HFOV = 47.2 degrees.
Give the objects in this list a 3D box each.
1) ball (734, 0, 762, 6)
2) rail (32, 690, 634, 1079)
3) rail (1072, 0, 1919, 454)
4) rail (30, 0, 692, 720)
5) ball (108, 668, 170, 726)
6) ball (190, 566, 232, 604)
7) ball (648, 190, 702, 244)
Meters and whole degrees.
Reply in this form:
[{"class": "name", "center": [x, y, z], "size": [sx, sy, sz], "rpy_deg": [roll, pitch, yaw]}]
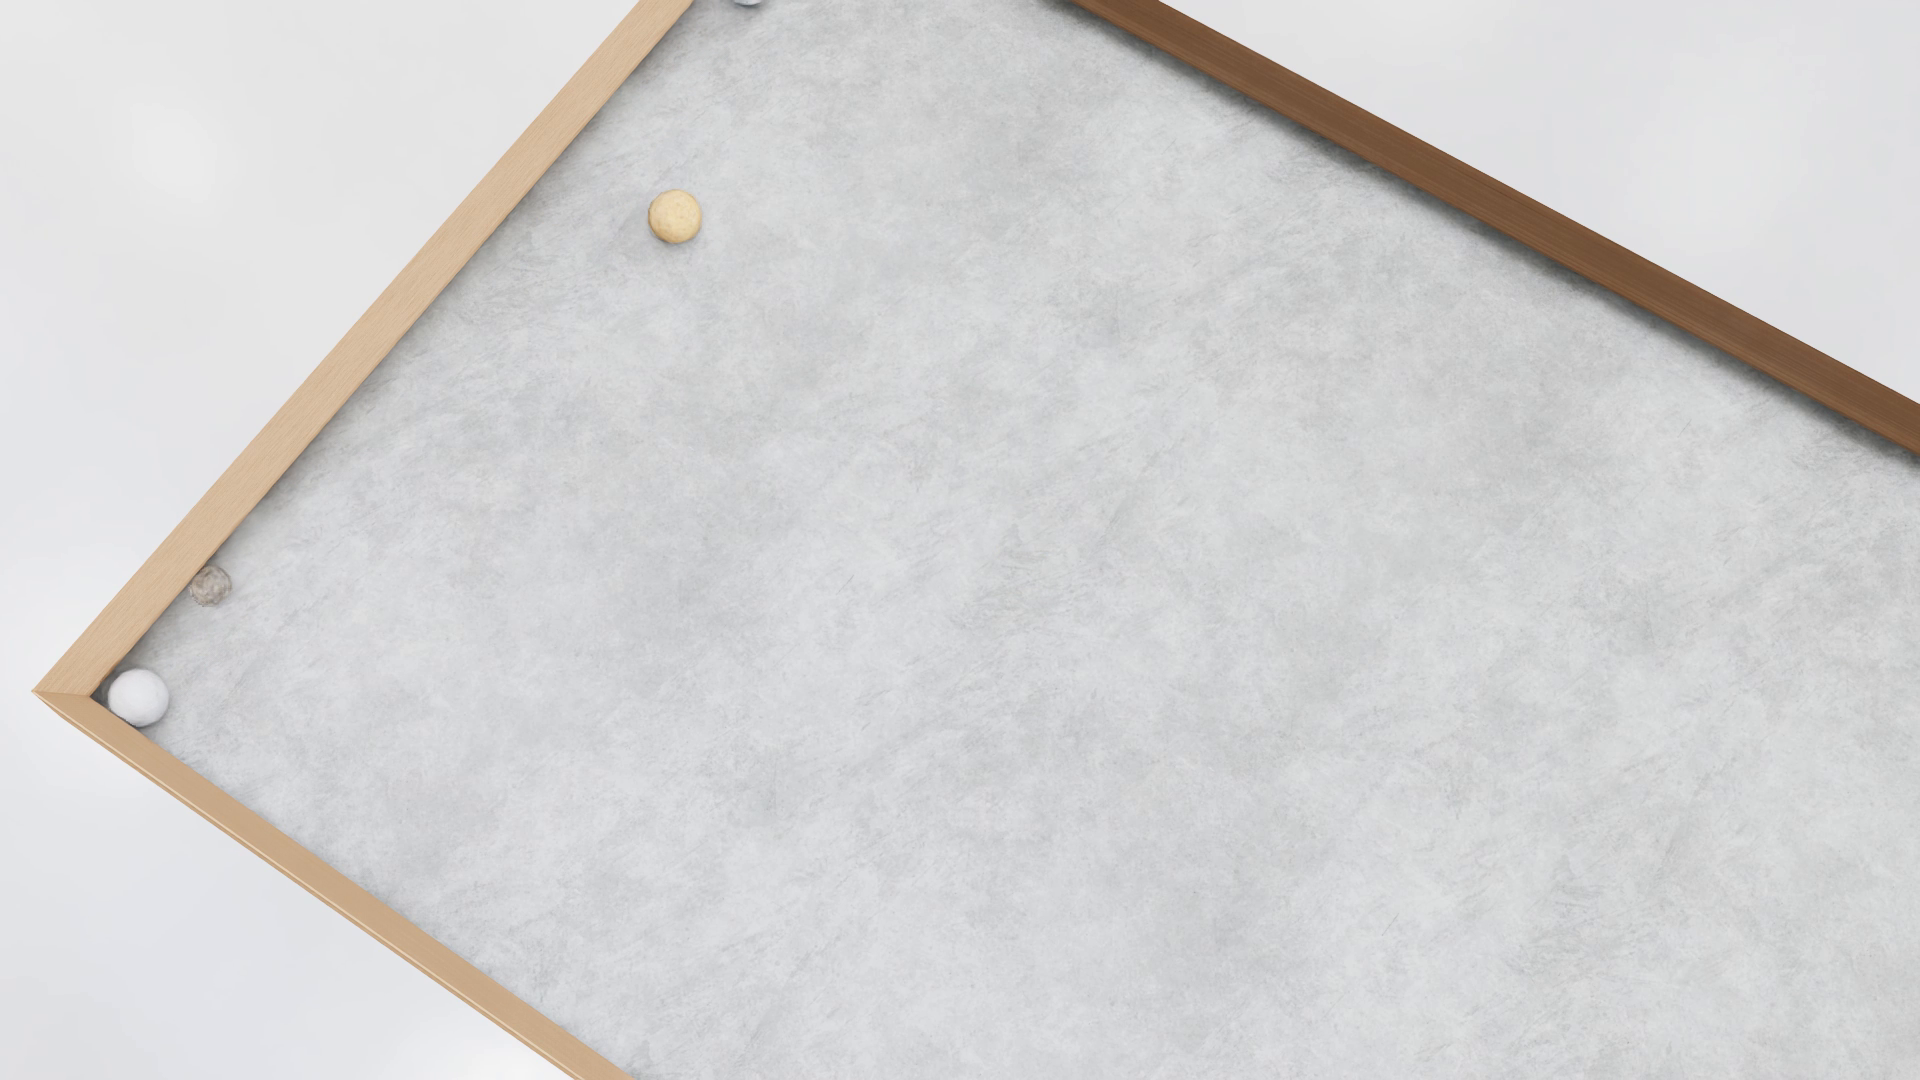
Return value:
[{"class": "ball", "center": [-0.382, -1.009, 3.953], "size": [0.094, 0.094, 0.094], "rpy_deg": [0, 66, 0]}, {"class": "rail", "center": [0.296, 1.264, 2.948], "size": [4.060, 0.122, 0.045], "rpy_deg": [31, 70, 13]}, {"class": "rail", "center": [1.396, -0.257, 3.609], "size": [4.060, 0.122, 0.045], "rpy_deg": [31, 70, 13]}, {"class": "rail", "center": [-0.826, -0.514, 3.721], "size": [0.045, 0.122, 2.037], "rpy_deg": [31, 70, 13]}, {"class": "ball", "center": [-1.274, 0.244, 3.410], "size": [0.089, 0.089, 0.089], "rpy_deg": [0, 66, 0]}, {"class": "ball", "center": [-1.192, 0.072, 3.500], "size": [0.062, 0.062, 0.062], "rpy_deg": [0, 66, 0]}, {"class": "ball", "center": [-0.488, -0.553, 3.756], "size": [0.091, 0.091, 0.091], "rpy_deg": [0, 66, 0]}]
